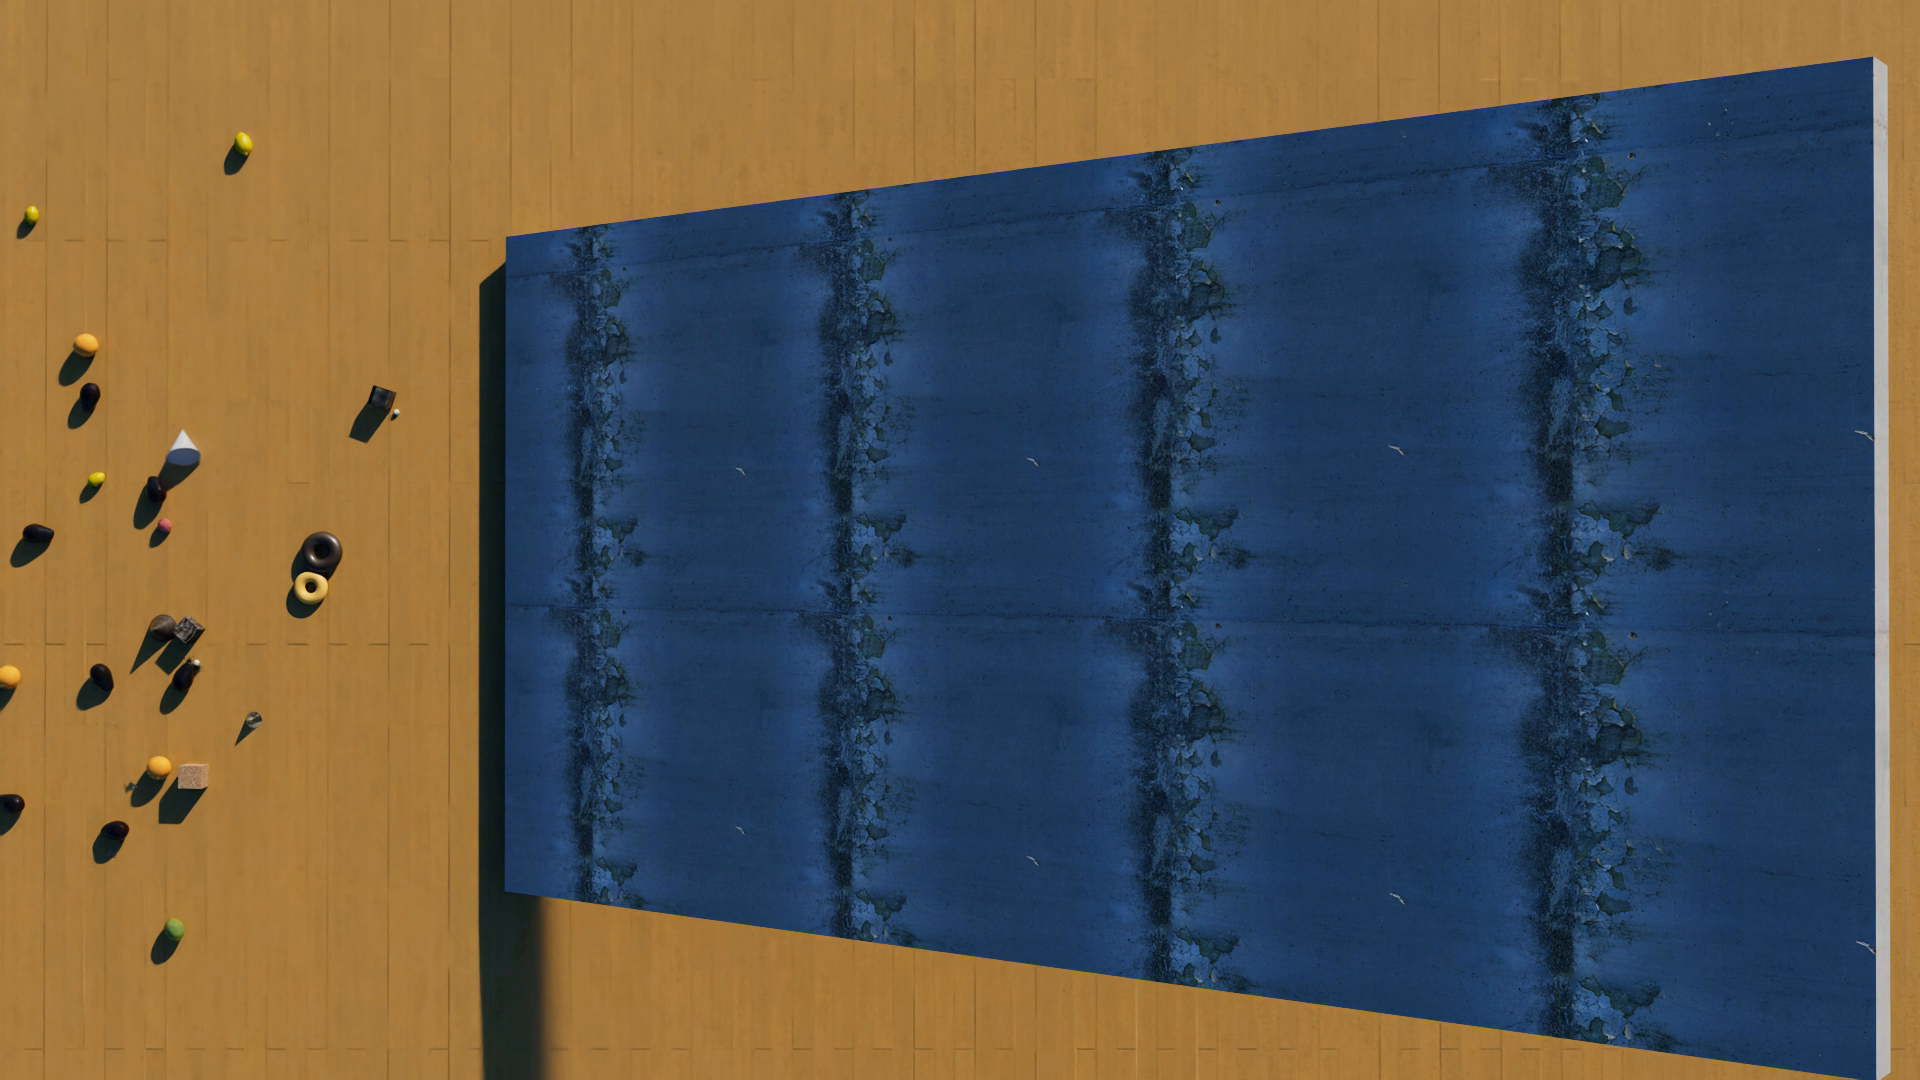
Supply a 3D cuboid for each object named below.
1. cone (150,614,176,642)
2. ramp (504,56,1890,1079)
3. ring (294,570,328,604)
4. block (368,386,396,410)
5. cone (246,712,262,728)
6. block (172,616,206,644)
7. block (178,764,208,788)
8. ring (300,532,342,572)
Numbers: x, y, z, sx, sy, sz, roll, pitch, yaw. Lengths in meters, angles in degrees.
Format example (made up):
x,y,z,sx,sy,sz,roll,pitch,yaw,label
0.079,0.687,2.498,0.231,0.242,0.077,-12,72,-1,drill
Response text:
x,y,z,sx,sy,sz,roll,pitch,yaw,label
-2.464,0.273,6.757,0.086,0.086,0.086,0,90,0,cone
0.228,0.064,5.545,4.000,0.100,2.000,0,89,37,ramp
-2.003,0.147,6.784,0.105,0.035,0.105,0,90,1,ring
-1.781,-0.437,6.775,0.060,0.060,0.060,19,90,0,block
-2.183,0.555,6.773,0.050,0.050,0.050,0,90,0,cone
-2.375,0.277,6.770,0.060,0.060,0.060,43,90,0,block
-2.357,0.726,6.762,0.069,0.069,0.069,2,90,0,block
-1.968,0.037,6.781,0.129,0.043,0.129,0,88,1,ring
